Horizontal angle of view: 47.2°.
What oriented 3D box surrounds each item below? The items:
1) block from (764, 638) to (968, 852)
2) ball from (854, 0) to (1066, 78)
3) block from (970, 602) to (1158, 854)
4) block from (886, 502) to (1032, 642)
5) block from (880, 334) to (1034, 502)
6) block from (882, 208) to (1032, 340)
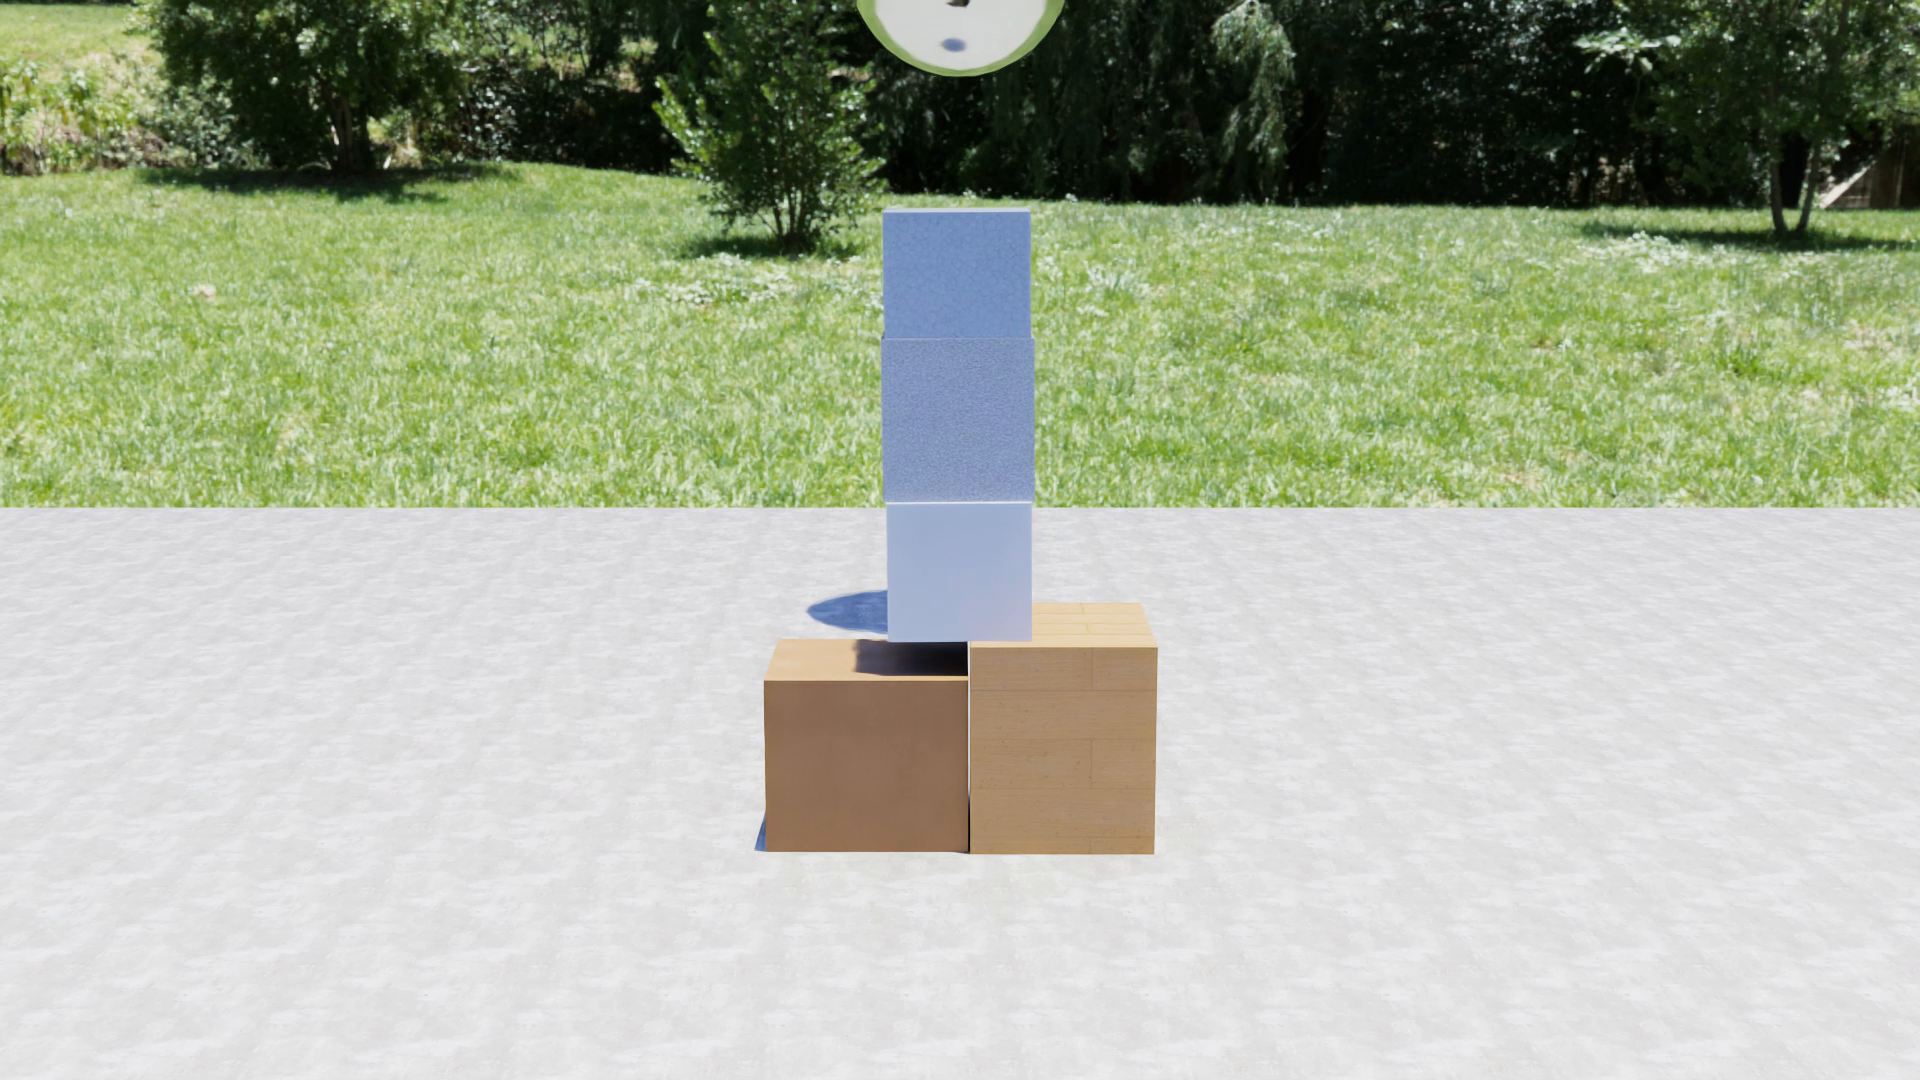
[{"bbox_3d":[-0.464,1.044,11.359,1.010,0.883,0.918,0,10,0],"label":"block"},{"bbox_3d":[0.000,-4.105,15.622,1.600,1.600,1.600,0,10,0],"label":"ball"},{"bbox_3d":[0.510,0.951,11.371,0.917,1.060,1.052,0,10,0],"label":"block"},{"bbox_3d":[-0.003,0.090,11.210,0.713,0.694,0.799,0,10,0],"label":"block"},{"bbox_3d":[-0.008,-0.643,11.061,0.745,0.801,0.716,0,10,0],"label":"block"},{"bbox_3d":[-0.014,-1.333,10.920,0.711,0.607,0.679,0,10,0],"label":"block"}]
